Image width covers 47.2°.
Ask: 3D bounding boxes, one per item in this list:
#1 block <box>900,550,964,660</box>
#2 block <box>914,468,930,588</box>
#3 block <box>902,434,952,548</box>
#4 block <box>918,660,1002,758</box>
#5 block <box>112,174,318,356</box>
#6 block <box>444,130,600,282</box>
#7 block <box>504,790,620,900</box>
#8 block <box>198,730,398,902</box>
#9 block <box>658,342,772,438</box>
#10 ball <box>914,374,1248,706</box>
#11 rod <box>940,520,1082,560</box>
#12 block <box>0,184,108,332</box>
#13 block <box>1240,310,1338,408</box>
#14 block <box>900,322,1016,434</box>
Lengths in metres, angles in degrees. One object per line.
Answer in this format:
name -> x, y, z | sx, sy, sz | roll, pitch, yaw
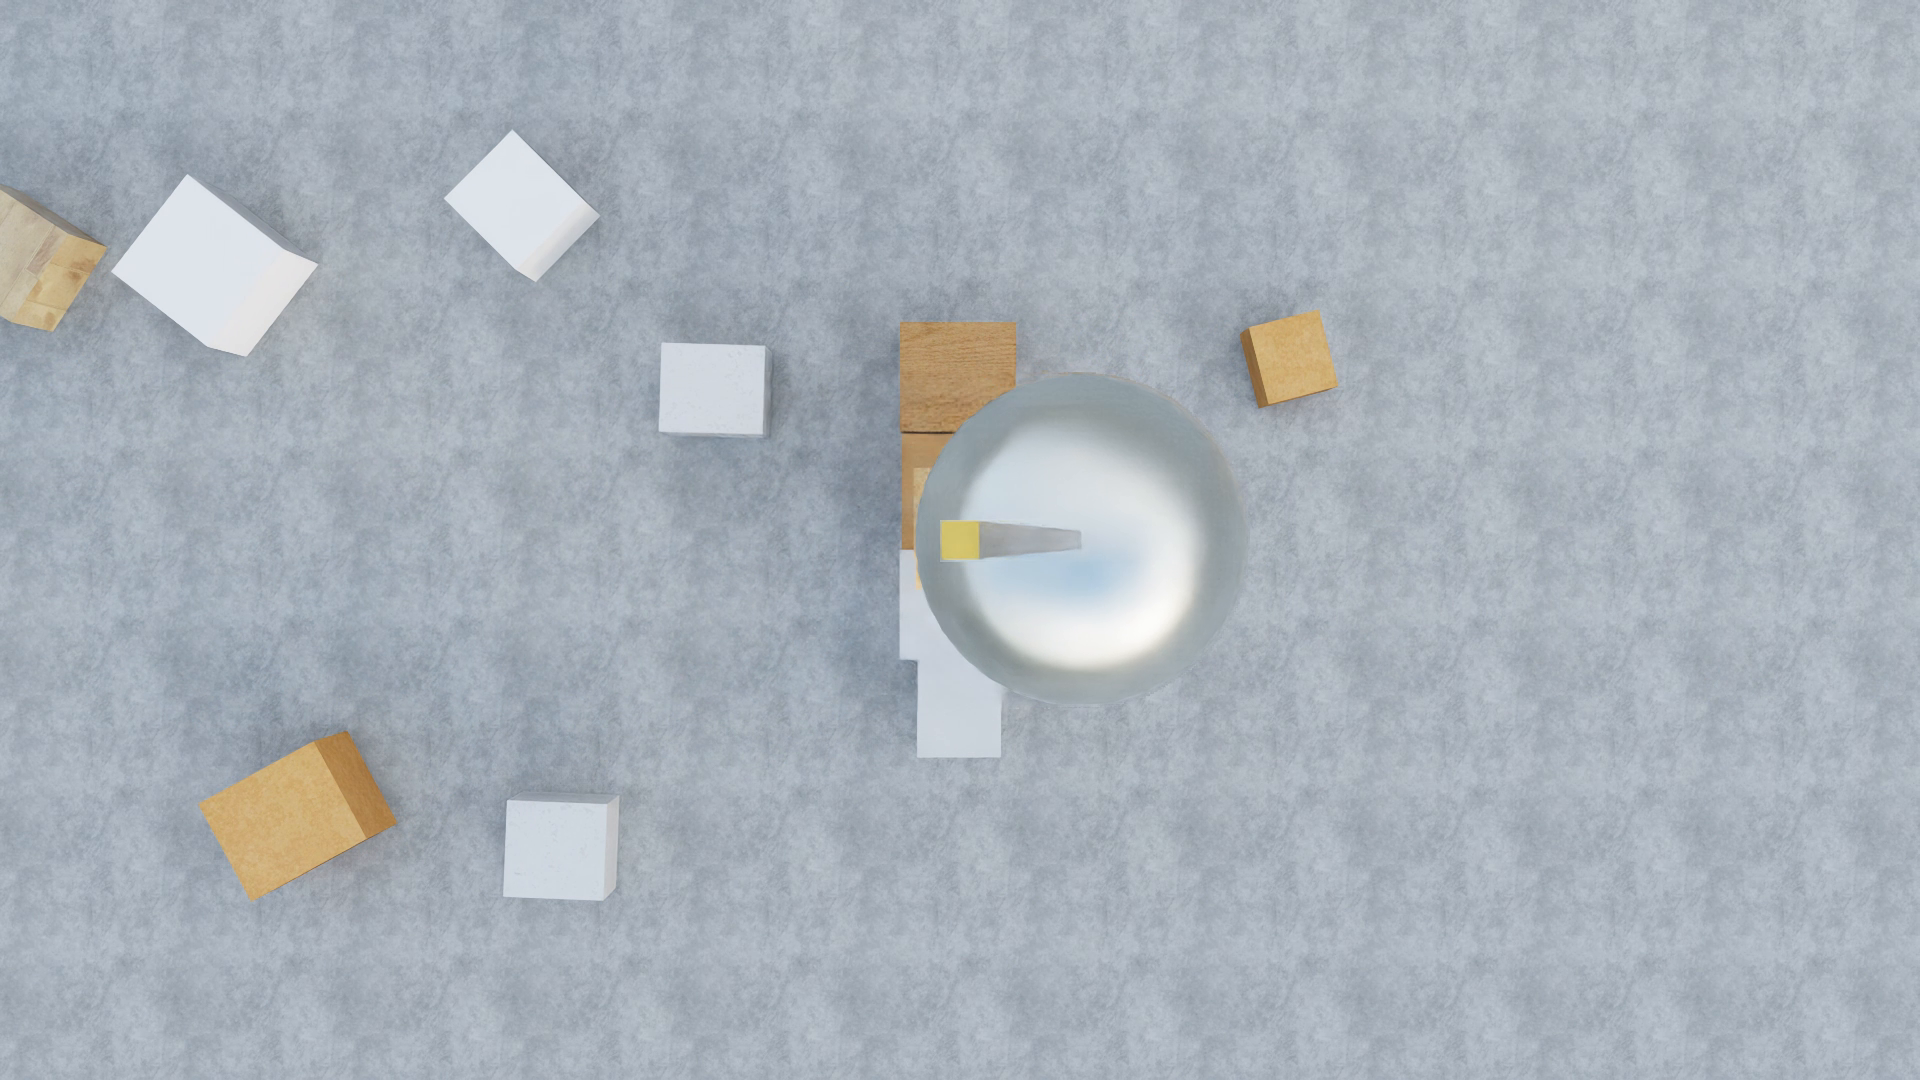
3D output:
block -> 0.012, 0.364, 12.662 | 0.701, 0.677, 0.609 | 0, 90, 0
block -> 0.010, -0.064, 12.103 | 0.513, 0.502, 0.501 | 0, 65, 0
block -> -0.007, -0.277, 12.719 | 0.641, 0.563, 0.654 | 0, 90, 0
block -> -0.005, 0.954, 12.722 | 0.475, 0.557, 0.551 | 0, 90, 0
block -> -4.276, -1.568, 12.666 | 0.687, 0.669, 0.693 | 38, 90, 0
block -> -2.520, -1.923, 12.715 | 0.574, 0.570, 0.549 | 45, 90, 0
block -> -2.308, 1.770, 12.768 | 0.570, 0.465, 0.550 | 2, 90, 0
block -> -3.797, 1.577, 12.661 | 0.737, 0.679, 0.623 | -29, 90, 0
block -> -1.408, -0.860, 12.740 | 0.588, 0.520, 0.503 | 2, 90, 0
ball -> 0.581, 0.000, 10.572 | 1.600, 1.600, 1.600 | 0, 90, 0
rod -> 0.252, 0.000, 7.188 | 0.080, 5.200, 0.080 | 0, 90, 6
block -> -5.456, -1.647, 12.712 | 0.612, 0.576, 0.595 | 33, 90, 0
block -> 1.909, -1.048, 12.788 | 0.414, 0.424, 0.453 | -15, 90, 0
block -> -0.011, -0.921, 12.701 | 0.656, 0.598, 0.615 | 0, 90, 0
